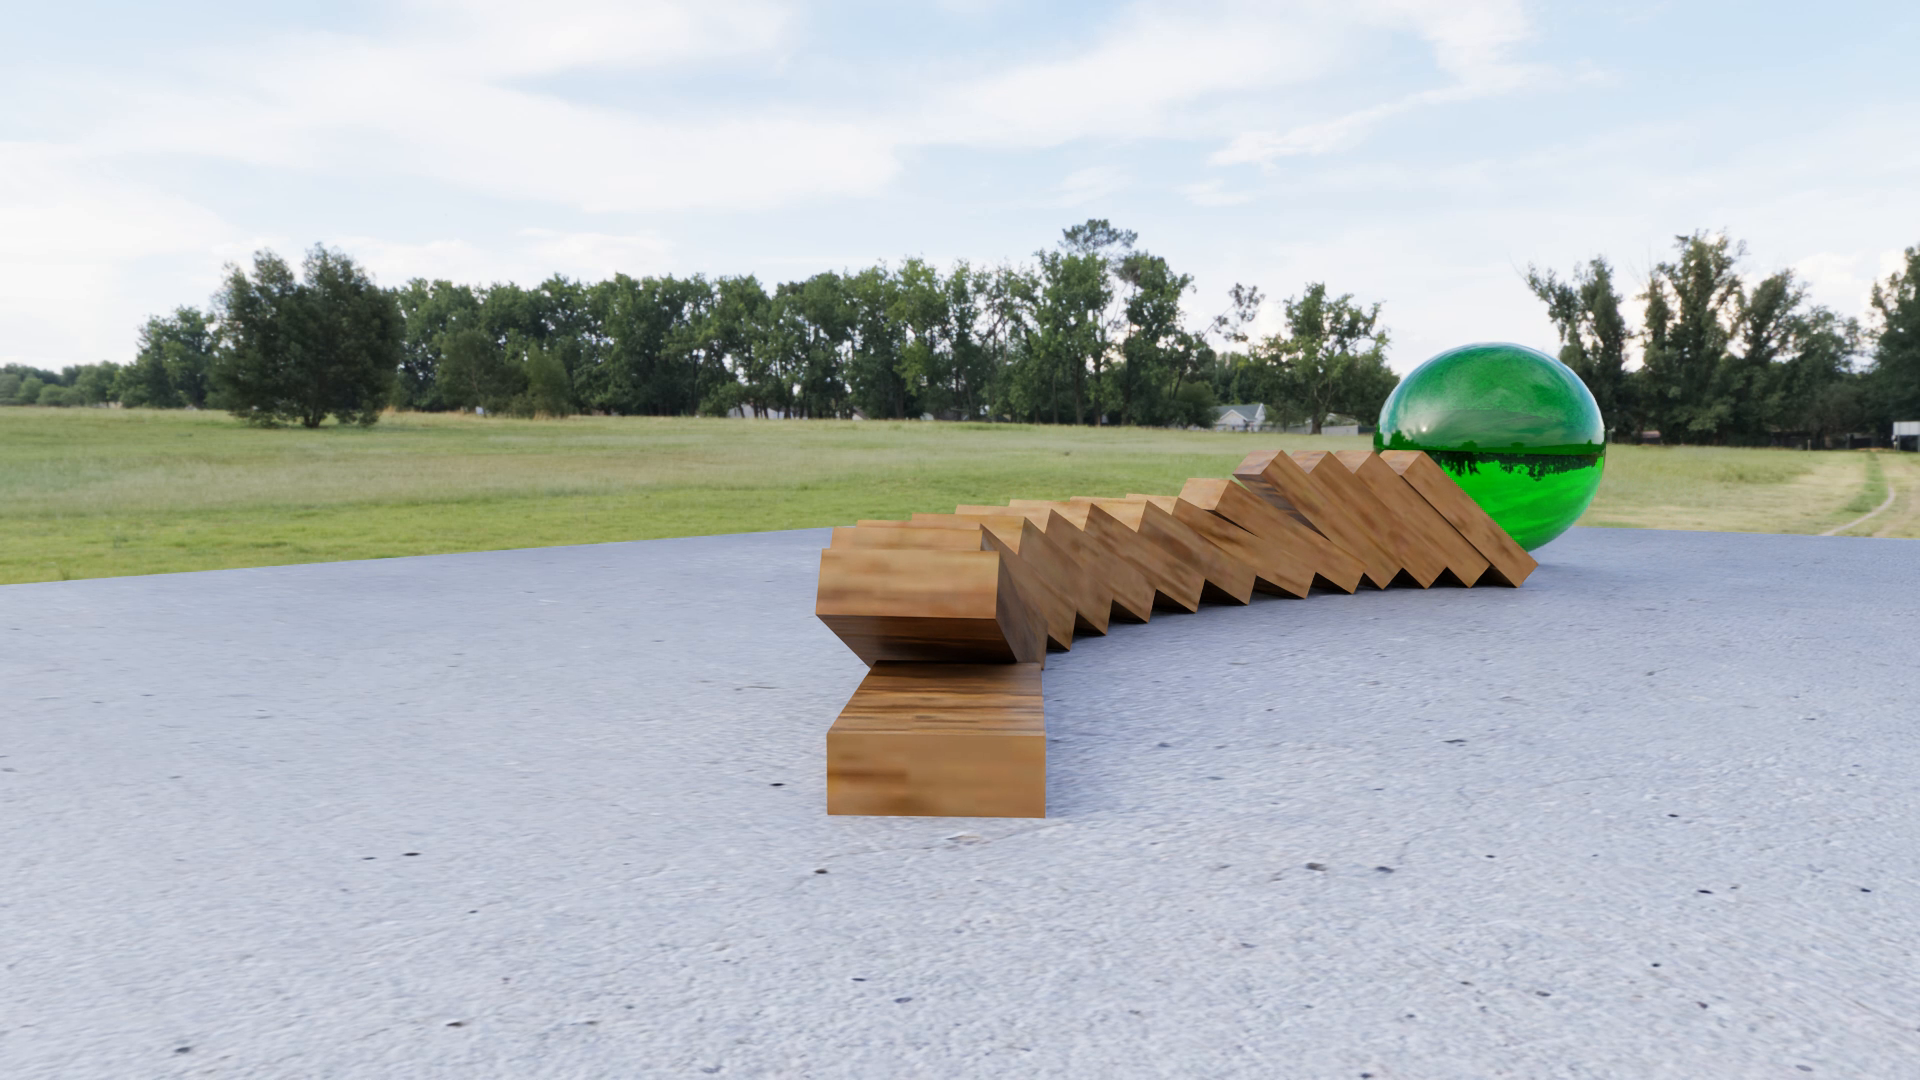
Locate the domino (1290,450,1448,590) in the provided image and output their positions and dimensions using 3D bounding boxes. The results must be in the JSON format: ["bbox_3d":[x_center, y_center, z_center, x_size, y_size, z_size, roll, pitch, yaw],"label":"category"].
[{"bbox_3d":[0.120,-0.006,0.384,0.050,0.009,0.025,42,-2,-8],"label":"domino"}]

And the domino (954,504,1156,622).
[{"bbox_3d":[0.022,0.006,0.295,0.025,0.010,0.050,3,-19,38],"label":"domino"}]

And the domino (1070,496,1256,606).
[{"bbox_3d":[0.052,0.003,0.333,0.050,0.009,0.025,28,-15,-40],"label":"domino"}]

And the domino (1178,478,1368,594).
[{"bbox_3d":[0.089,-0.001,0.367,0.050,0.010,0.025,29,-5,-16],"label":"domino"}]

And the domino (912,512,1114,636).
[{"bbox_3d":[0.012,0.008,0.272,0.025,0.009,0.050,2,-19,28],"label":"domino"}]

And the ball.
[{"bbox_3d":[0.194,-0.033,0.473,0.080,0.080,0.080,0,4,0],"label":"ball"}]

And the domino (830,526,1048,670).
[{"bbox_3d":[-0.002,0.011,0.224,0.025,0.010,0.050,1,-20,17],"label":"domino"}]

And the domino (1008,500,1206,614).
[{"bbox_3d":[0.036,0.004,0.316,0.025,0.009,0.050,4,-18,45],"label":"domino"}]

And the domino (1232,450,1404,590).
[{"bbox_3d":[0.105,-0.006,0.380,0.050,0.009,0.025,42,-2,-7],"label":"domino"}]

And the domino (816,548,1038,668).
[{"bbox_3d":[-0.003,0.014,0.199,0.025,0.010,0.050,1,-18,10],"label":"domino"}]

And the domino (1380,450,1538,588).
[{"bbox_3d":[0.148,-0.007,0.387,0.050,0.010,0.025,42,-2,-8],"label":"domino"}]

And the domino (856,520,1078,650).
[{"bbox_3d":[0.002,0.010,0.249,0.025,0.009,0.050,2,-19,27],"label":"domino"}]

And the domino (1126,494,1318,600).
[{"bbox_3d":[0.070,0.002,0.353,0.050,0.010,0.025,24,-6,-24],"label":"domino"}]

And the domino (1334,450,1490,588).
[{"bbox_3d":[0.133,-0.007,0.387,0.050,0.010,0.025,42,-2,-8],"label":"domino"}]

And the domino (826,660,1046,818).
[{"bbox_3d":[-0.002,0.025,0.171,0.025,0.010,0.050,0,4,3],"label":"domino"}]
